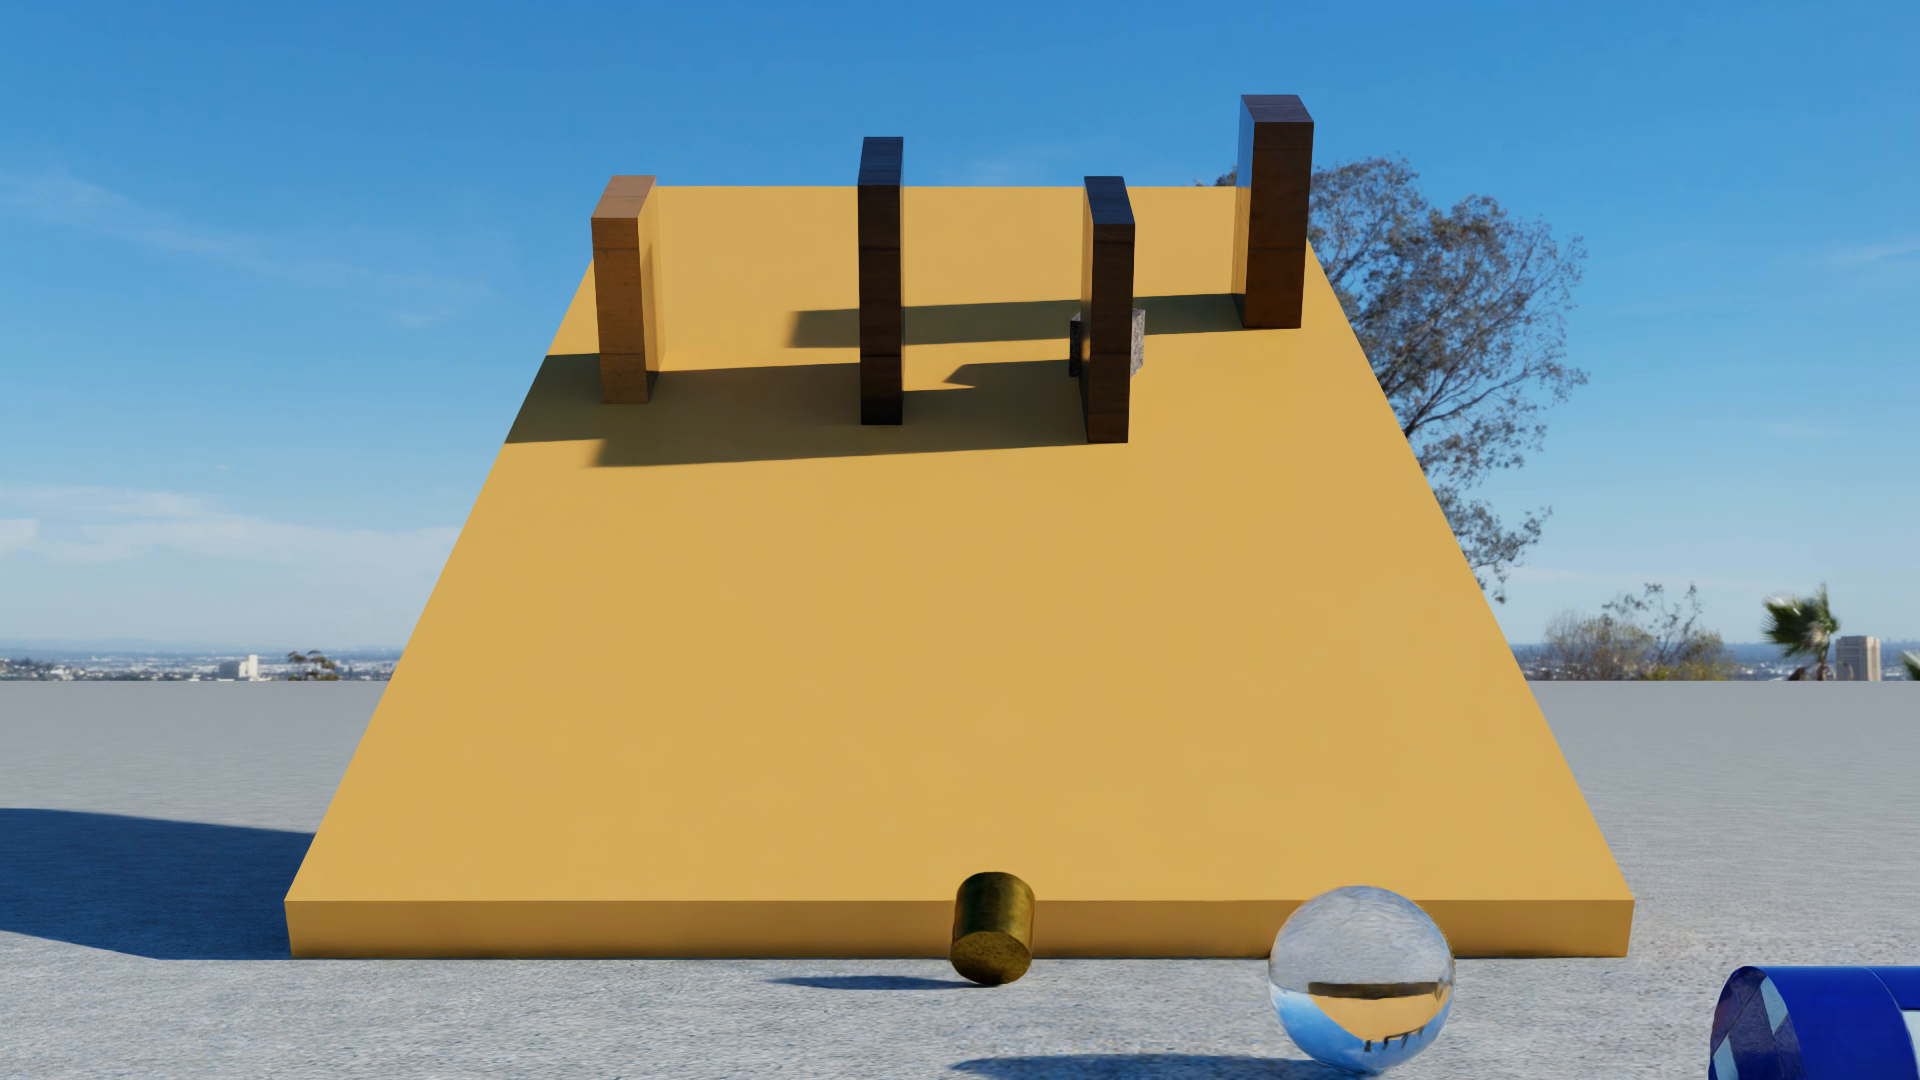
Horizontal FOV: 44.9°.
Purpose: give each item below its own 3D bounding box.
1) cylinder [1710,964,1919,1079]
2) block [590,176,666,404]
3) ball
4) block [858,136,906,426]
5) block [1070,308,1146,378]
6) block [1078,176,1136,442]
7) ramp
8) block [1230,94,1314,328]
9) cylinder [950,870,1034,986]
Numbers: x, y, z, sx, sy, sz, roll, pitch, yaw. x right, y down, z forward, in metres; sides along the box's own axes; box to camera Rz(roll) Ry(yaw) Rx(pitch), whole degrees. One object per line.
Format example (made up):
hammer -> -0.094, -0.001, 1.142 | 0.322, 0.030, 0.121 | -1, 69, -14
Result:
cylinder -> 0.705, 0.425, 1.768 | 0.201, 0.201, 0.201 | 0, -3, -2
block -> -0.772, -0.590, 5.436 | 0.104, 0.442, 0.364 | 0, 24, 0
ball -> 0.428, 0.468, 2.482 | 0.198, 0.198, 0.198 | 0, -3, 0
block -> -0.177, -0.599, 5.320 | 0.092, 0.554, 0.427 | 0, 24, 0
block -> 0.351, -0.470, 5.543 | 0.141, 0.141, 0.141 | 9, 25, 19
block -> 0.327, -0.522, 5.216 | 0.089, 0.500, 0.389 | 0, 24, 0
ramp -> -0.008, -0.228, 5.290 | 2.000, 0.100, 4.000 | 0, 24, 0
block -> 0.788, -0.834, 5.892 | 0.145, 0.528, 0.293 | 0, 24, 0
cylinder -> 0.045, 0.531, 3.178 | 0.109, 0.109, 0.109 | 0, 39, 6
